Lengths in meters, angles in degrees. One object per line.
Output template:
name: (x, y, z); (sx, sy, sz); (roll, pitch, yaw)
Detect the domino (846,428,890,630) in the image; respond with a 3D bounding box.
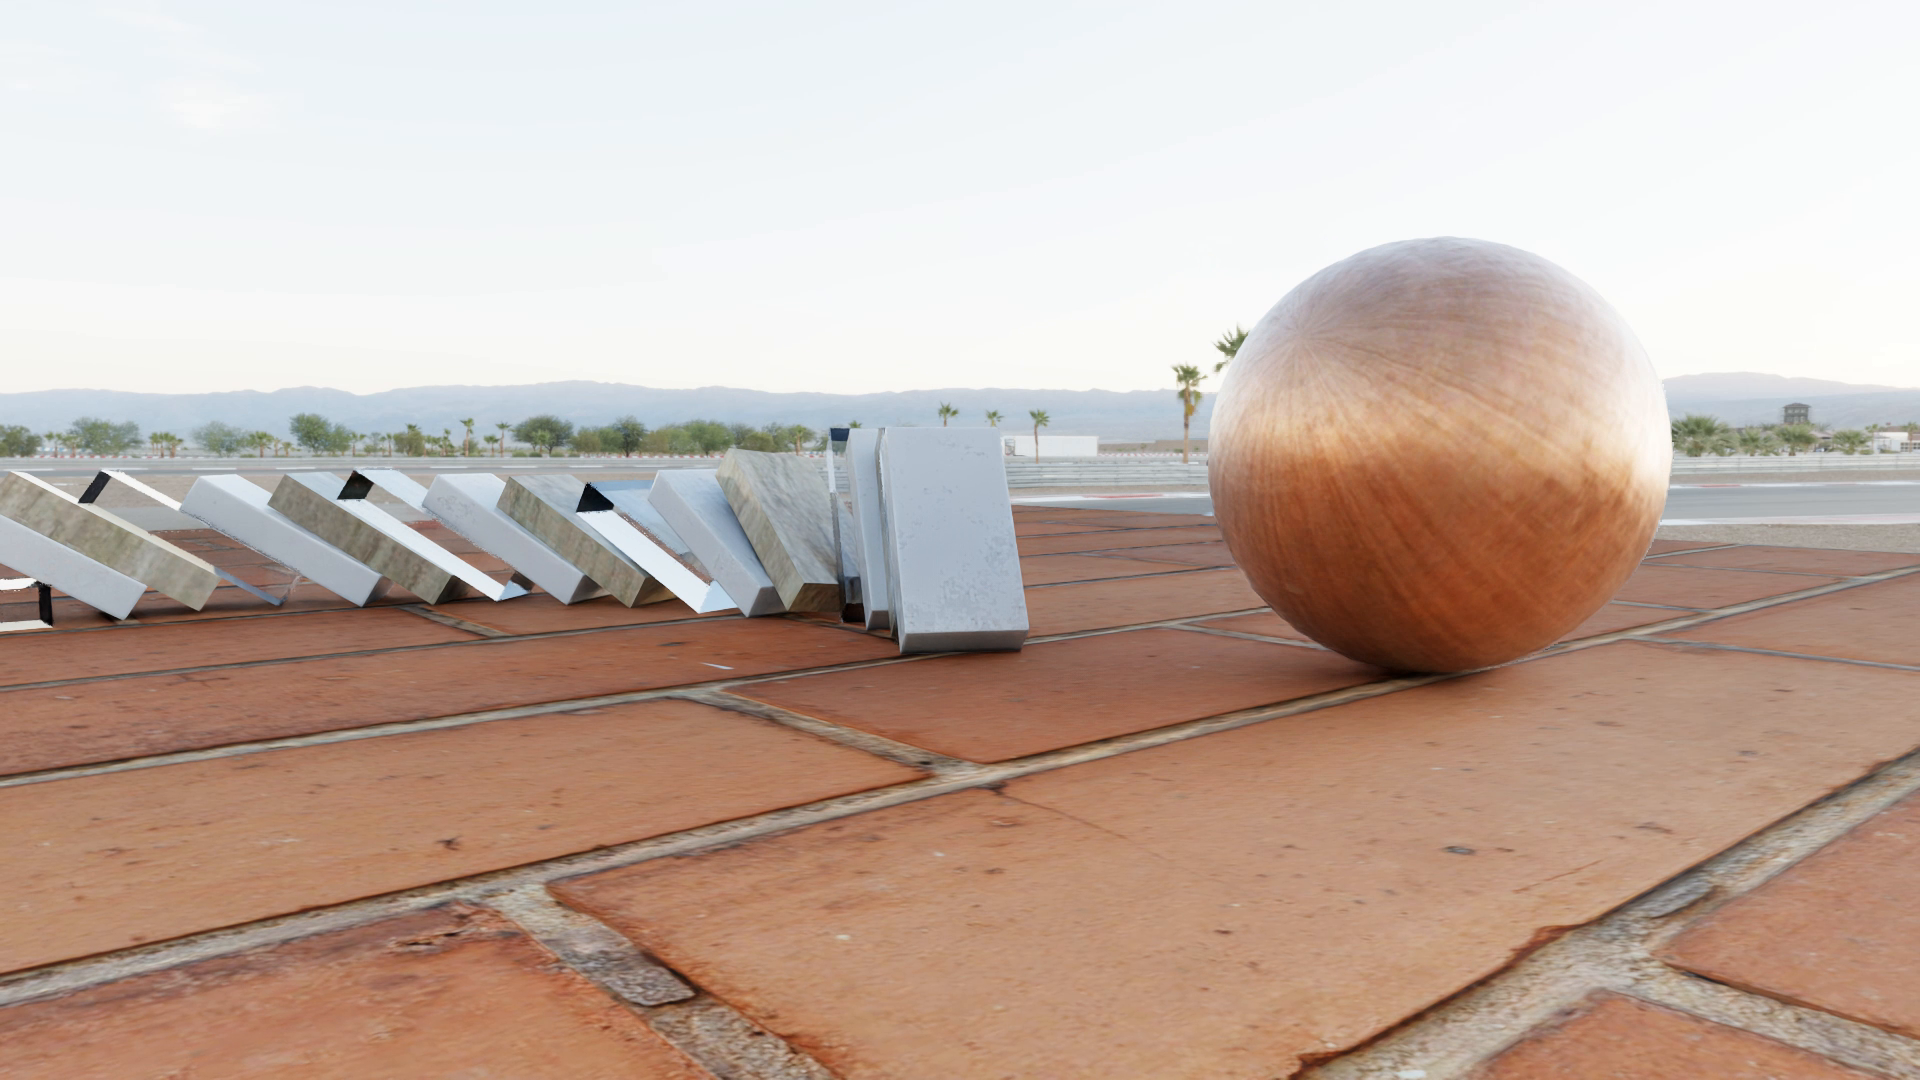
domino: (-0.012, -0.003, 0.305); (0.025, 0.050, 0.009); (-1, -31, -14)

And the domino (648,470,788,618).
domino: (-0.057, 0.000, 0.333); (0.025, 0.009, 0.050); (-4, 40, -48)

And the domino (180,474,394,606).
domino: (-0.177, 0.000, 0.342); (0.050, 0.010, 0.025); (31, -2, -11)

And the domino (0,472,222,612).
domino: (-0.212, 0.000, 0.320); (0.050, 0.009, 0.025); (35, -15, -25)

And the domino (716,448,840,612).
domino: (-0.041, -0.003, 0.328); (0.025, 0.009, 0.050); (4, 40, -41)

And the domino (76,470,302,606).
domino: (-0.197, 0.000, 0.331); (0.050, 0.009, 0.025); (33, -11, -20)

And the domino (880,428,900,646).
domino: (-0.003, -0.002, 0.282); (0.025, 0.050, 0.009); (-1, -31, -11)

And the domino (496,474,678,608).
domino: (-0.098, -0.001, 0.349); (0.050, 0.009, 0.025); (34, 15, 16)

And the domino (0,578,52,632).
domino: (-0.238, 0.016, 0.290); (0.050, 0.010, 0.025); (-4, 6, -44)

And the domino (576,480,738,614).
domino: (-0.076, 0.001, 0.342); (0.050, 0.010, 0.025); (35, 20, 25)

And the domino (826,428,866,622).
domino: (-0.018, -0.004, 0.315); (0.025, 0.050, 0.010); (0, -31, -14)

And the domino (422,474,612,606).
domino: (-0.119, -0.001, 0.352); (0.050, 0.009, 0.025); (33, 10, 9)

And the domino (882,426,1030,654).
domino: (-0.002, -0.001, 0.271); (0.025, 0.050, 0.010); (-1, -31, -11)

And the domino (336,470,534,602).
domino: (-0.141, -0.002, 0.351); (0.050, 0.010, 0.025); (32, 3, -1)

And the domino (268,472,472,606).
domino: (-0.158, -0.001, 0.349); (0.050, 0.009, 0.025); (32, 3, -4)

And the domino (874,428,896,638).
domino: (-0.005, -0.003, 0.294); (0.025, 0.050, 0.009); (-1, -31, -11)

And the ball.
ball: (0.087, -0.015, 0.238); (0.080, 0.080, 0.080); (0, 4, 0)

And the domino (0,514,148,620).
domino: (-0.223, 0.002, 0.306); (0.050, 0.010, 0.025); (38, -19, -33)
